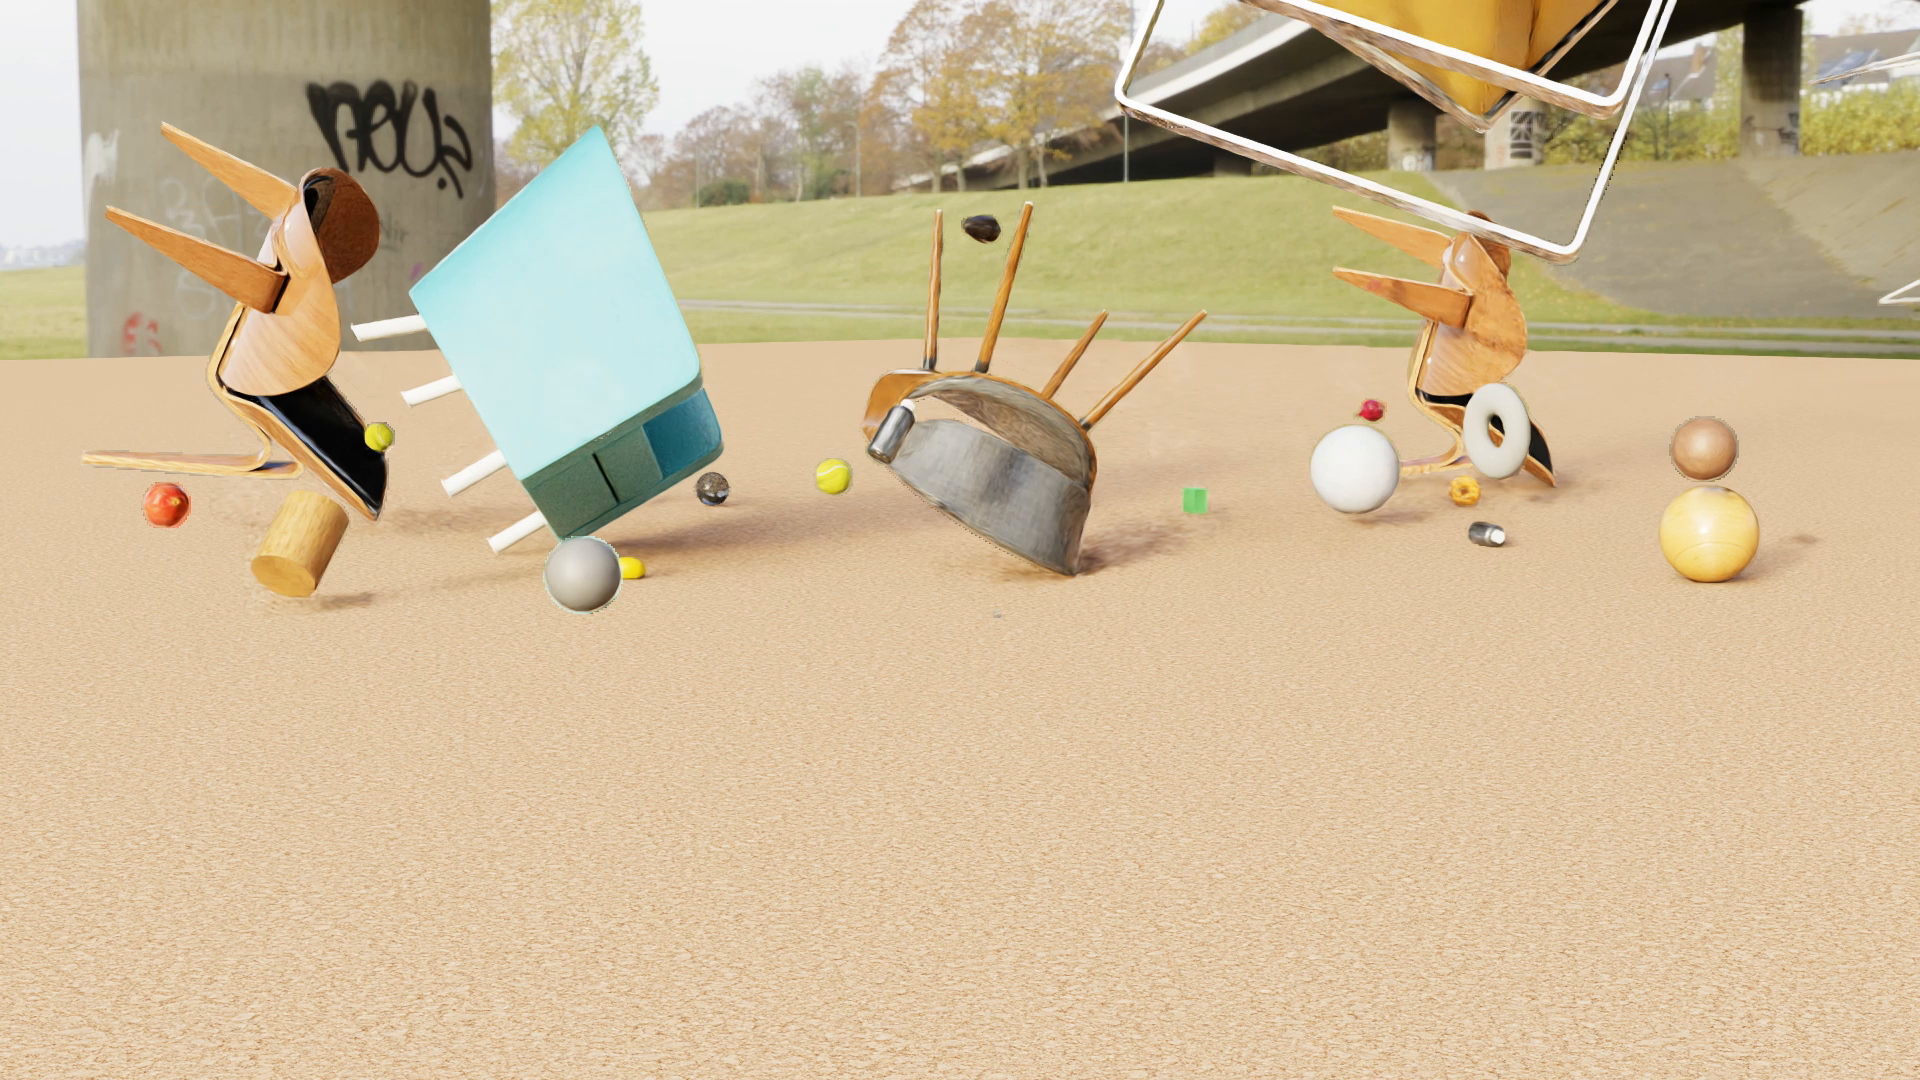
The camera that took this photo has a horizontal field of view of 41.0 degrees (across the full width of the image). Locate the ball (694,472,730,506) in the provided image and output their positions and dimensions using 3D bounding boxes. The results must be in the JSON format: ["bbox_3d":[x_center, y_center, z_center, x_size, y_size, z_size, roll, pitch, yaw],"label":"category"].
[{"bbox_3d":[-0.711,-0.147,7.358,0.098,0.098,0.098,0,6,0],"label":"ball"}]

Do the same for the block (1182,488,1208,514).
[{"bbox_3d":[0.655,-0.110,7.148,0.039,0.068,0.077,-2,6,-22],"label":"block"}]

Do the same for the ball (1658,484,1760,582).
[{"bbox_3d":[1.612,-0.014,5.520,0.210,0.210,0.210,0,6,0],"label":"ball"}]

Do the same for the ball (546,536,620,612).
[{"bbox_3d":[-0.662,0.060,4.511,0.131,0.131,0.131,0,6,0],"label":"ball"}]

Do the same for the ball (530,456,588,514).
[{"bbox_3d":[-1.114,-0.153,7.126,0.158,0.158,0.158,0,6,0],"label":"ball"}]

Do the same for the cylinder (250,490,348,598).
[{"bbox_3d":[-1.310,0.009,5.090,0.133,0.165,0.143,34,-39,-21],"label":"cylinder"}]

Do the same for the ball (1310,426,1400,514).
[{"bbox_3d":[1.037,-0.185,6.732,0.234,0.234,0.234,0,6,0],"label":"ball"}]

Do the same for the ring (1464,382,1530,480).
[{"bbox_3d":[1.489,-0.302,7.120,0.072,0.271,0.217,-10,11,-38],"label":"ring"}]
